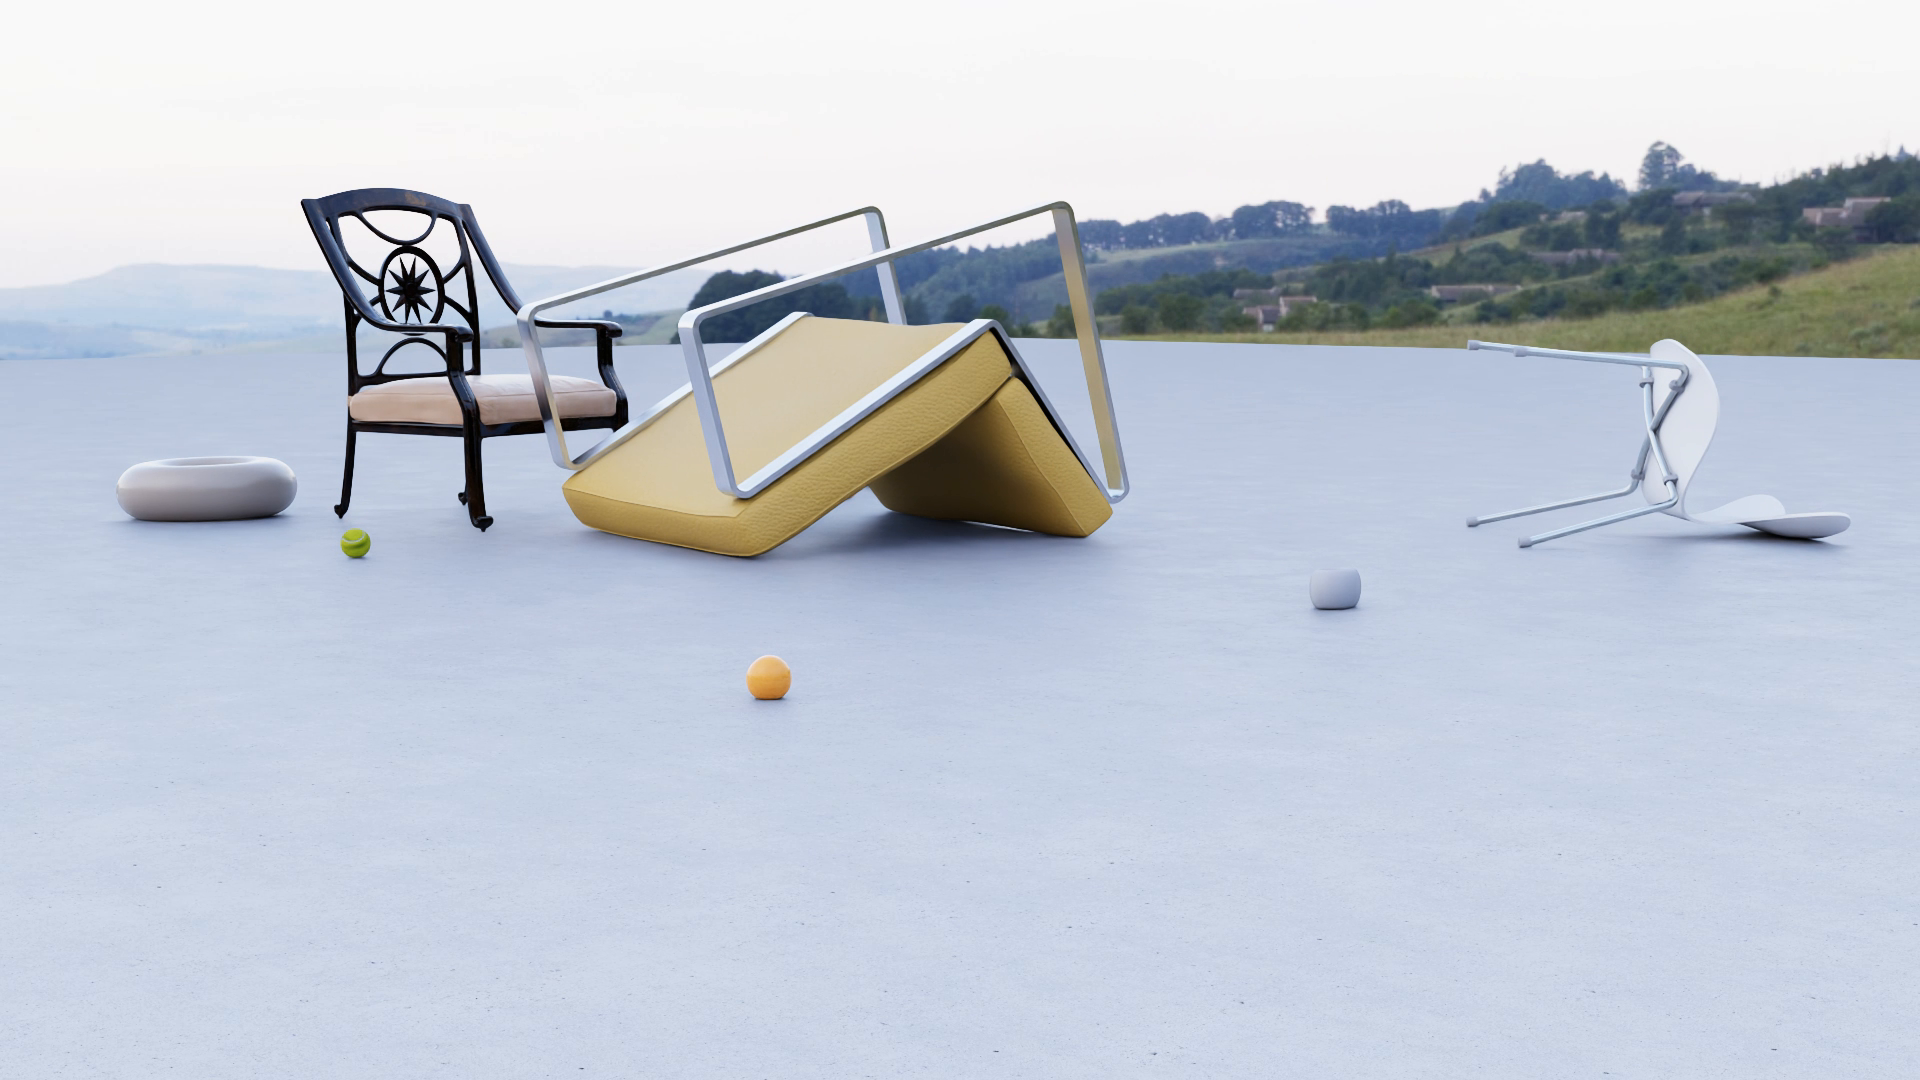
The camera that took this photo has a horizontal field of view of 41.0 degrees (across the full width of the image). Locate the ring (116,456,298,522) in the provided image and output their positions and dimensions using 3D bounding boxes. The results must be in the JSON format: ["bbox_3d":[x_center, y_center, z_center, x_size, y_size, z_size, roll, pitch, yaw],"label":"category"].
[{"bbox_3d":[-2.062,-0.140,7.031,0.479,0.154,0.385,-3,8,-20],"label":"ring"}]

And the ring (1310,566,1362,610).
[{"bbox_3d":[0.748,0.095,5.114,0.094,0.078,0.150,1,4,29],"label":"ring"}]

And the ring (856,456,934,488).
[{"bbox_3d":[-0.203,-0.212,8.043,0.253,0.090,0.231,-3,7,-37],"label":"ring"}]
